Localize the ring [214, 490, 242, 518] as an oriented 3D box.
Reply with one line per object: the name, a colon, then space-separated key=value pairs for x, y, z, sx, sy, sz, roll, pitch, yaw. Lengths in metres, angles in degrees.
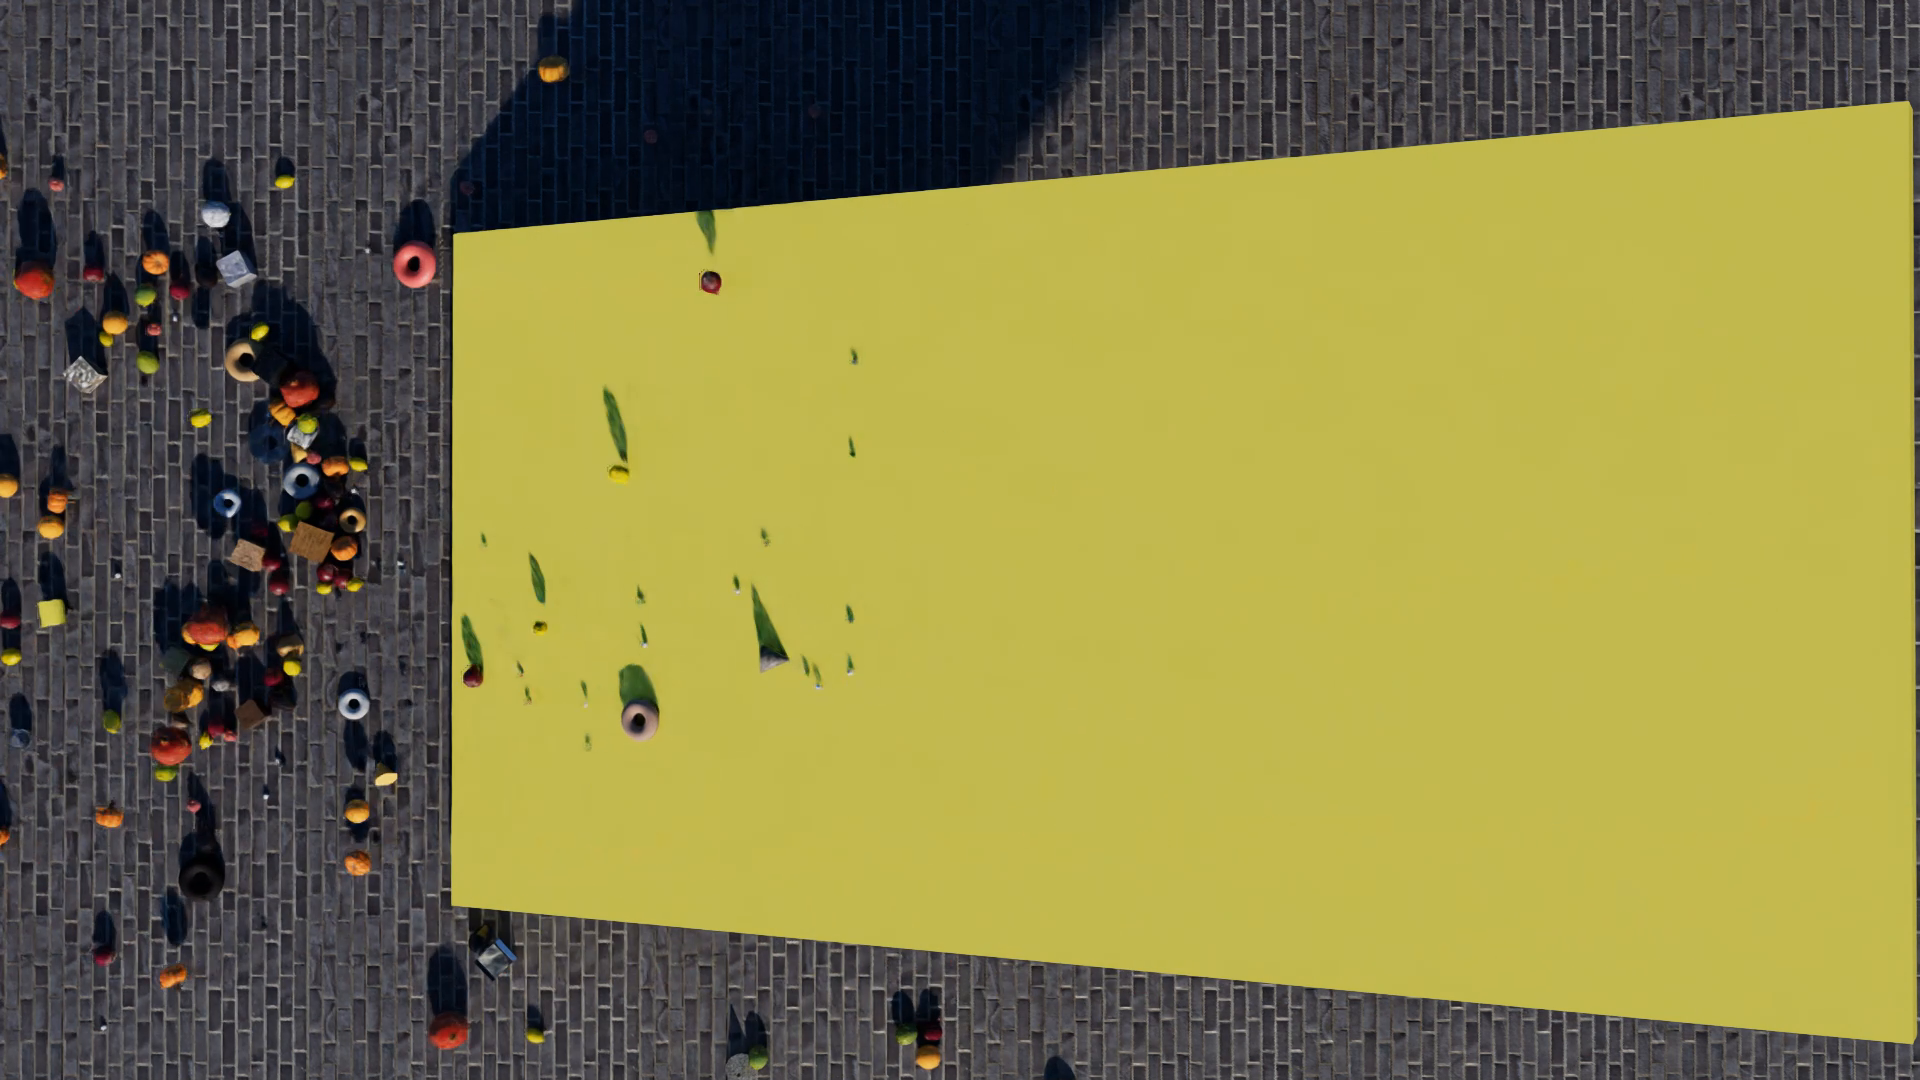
ring: x=-2.204 y=-0.111 z=6.624 sx=0.086 sy=0.029 sz=0.086 roll=0 pitch=91 yaw=0

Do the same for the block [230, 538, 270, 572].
block: x=-2.130 y=0.044 z=6.598 sx=0.076 sy=0.076 sz=0.076 roll=23 pitch=89 yaw=0

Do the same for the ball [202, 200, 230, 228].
ball: x=-2.235 y=-0.978 z=6.606 sx=0.082 sy=0.082 sz=0.082 roll=0 pitch=89 yaw=0

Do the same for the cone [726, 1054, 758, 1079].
cone: x=-0.658 y=1.593 z=6.572 sx=0.097 sy=0.097 sz=0.097 roll=0 pitch=89 yaw=0

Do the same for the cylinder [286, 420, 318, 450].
cylinder: x=-1.975 y=-0.316 z=6.605 sx=0.065 sy=0.065 sz=0.065 roll=31 pitch=89 yaw=-5

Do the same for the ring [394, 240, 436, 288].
ring: x=-1.638 y=-0.829 z=6.606 sx=0.143 sy=0.048 sz=0.143 roll=1 pitch=93 yaw=21

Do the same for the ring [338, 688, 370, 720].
ring: x=-1.823 y=0.493 z=6.616 sx=0.094 sy=0.031 sz=0.094 roll=0 pitch=89 yaw=-1

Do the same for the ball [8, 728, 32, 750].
ball: x=-2.821 y=0.598 z=6.598 sx=0.065 sy=0.065 sz=0.065 roll=0 pitch=89 yaw=0

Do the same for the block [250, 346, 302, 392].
block: x=-2.050 y=-0.514 z=6.585 sx=0.087 sy=0.087 sz=0.087 roll=35 pitch=89 yaw=23

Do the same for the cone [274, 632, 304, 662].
cone: x=-2.022 y=0.320 z=6.588 sx=0.090 sy=0.090 sz=0.090 roll=0 pitch=89 yaw=0

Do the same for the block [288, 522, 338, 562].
block: x=-1.937 y=0.005 z=6.589 sx=0.096 sy=0.096 sz=0.096 roll=21 pitch=89 yaw=0

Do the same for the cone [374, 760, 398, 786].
cone: x=-1.737 y=0.691 z=6.614 sx=0.070 sy=0.070 sz=0.070 roll=-28 pitch=63 yaw=0

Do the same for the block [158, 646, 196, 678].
block: x=-2.347 y=0.364 z=6.599 sx=0.068 sy=0.068 sz=0.068 roll=29 pitch=89 yaw=0

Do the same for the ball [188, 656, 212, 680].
ball: x=-2.281 y=0.385 z=6.598 sx=0.069 sy=0.069 sz=0.069 roll=0 pitch=89 yaw=0

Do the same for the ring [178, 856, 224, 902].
ring: x=-2.278 y=1.019 z=6.604 sx=0.136 sy=0.045 sz=0.136 roll=0 pitch=90 yaw=-1

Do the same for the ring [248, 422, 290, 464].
ring: x=-2.077 y=-0.291 z=6.619 sx=0.126 sy=0.042 sz=0.126 roll=0 pitch=91 yaw=-1

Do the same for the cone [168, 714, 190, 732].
cone: x=-2.344 y=0.553 z=6.618 sx=0.058 sy=0.058 sz=0.058 roll=9 pitch=89 yaw=-28

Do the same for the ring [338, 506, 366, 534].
ring: x=-1.831 y=-0.060 z=6.624 sx=0.081 sy=0.027 sz=0.081 roll=0 pitch=90 yaw=-1

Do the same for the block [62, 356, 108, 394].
block: x=-2.627 y=-0.496 z=6.604 sx=0.076 sy=0.076 sz=0.076 roll=-44 pitch=90 yaw=0

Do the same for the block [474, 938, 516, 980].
block: x=-1.390 y=1.257 z=6.583 sx=0.081 sy=0.081 sz=0.081 roll=-43 pitch=90 yaw=0

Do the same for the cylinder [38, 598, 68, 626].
cylinder: x=-2.722 y=0.218 z=6.598 sx=0.073 sy=0.073 sz=0.073 roll=-10 pitch=89 yaw=0

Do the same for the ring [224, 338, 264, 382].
ring: x=-2.147 y=-0.543 z=6.621 sx=0.134 sy=0.045 sz=0.134 roll=0 pitch=90 yaw=-1

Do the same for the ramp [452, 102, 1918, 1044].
ramp: x=0.276 y=0.077 z=5.650 sx=4.000 sy=0.100 sz=2.000 roll=0 pitch=89 yaw=28

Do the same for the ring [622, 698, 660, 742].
ring: x=-0.901 y=0.506 z=6.194 sx=0.122 sy=0.041 sz=0.122 roll=0 pitch=91 yaw=27

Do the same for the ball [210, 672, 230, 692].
ball: x=-2.223 y=0.427 z=6.604 sx=0.056 sy=0.056 sz=0.056 roll=0 pitch=89 yaw=0

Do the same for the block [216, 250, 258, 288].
block: x=-2.172 y=-0.814 z=6.606 sx=0.078 sy=0.078 sz=0.078 roll=-28 pitch=89 yaw=0

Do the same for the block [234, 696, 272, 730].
block: x=-2.123 y=0.520 z=6.597 sx=0.069 sy=0.069 sz=0.069 roll=-35 pitch=90 yaw=0

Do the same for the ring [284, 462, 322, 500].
ring: x=-1.980 y=-0.179 z=6.620 sx=0.115 sy=0.038 sz=0.115 roll=0 pitch=88 yaw=0

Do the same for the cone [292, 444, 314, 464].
cone: x=-1.975 y=-0.262 z=6.625 sx=0.063 sy=0.063 sz=0.063 roll=-9 pitch=89 yaw=-27
